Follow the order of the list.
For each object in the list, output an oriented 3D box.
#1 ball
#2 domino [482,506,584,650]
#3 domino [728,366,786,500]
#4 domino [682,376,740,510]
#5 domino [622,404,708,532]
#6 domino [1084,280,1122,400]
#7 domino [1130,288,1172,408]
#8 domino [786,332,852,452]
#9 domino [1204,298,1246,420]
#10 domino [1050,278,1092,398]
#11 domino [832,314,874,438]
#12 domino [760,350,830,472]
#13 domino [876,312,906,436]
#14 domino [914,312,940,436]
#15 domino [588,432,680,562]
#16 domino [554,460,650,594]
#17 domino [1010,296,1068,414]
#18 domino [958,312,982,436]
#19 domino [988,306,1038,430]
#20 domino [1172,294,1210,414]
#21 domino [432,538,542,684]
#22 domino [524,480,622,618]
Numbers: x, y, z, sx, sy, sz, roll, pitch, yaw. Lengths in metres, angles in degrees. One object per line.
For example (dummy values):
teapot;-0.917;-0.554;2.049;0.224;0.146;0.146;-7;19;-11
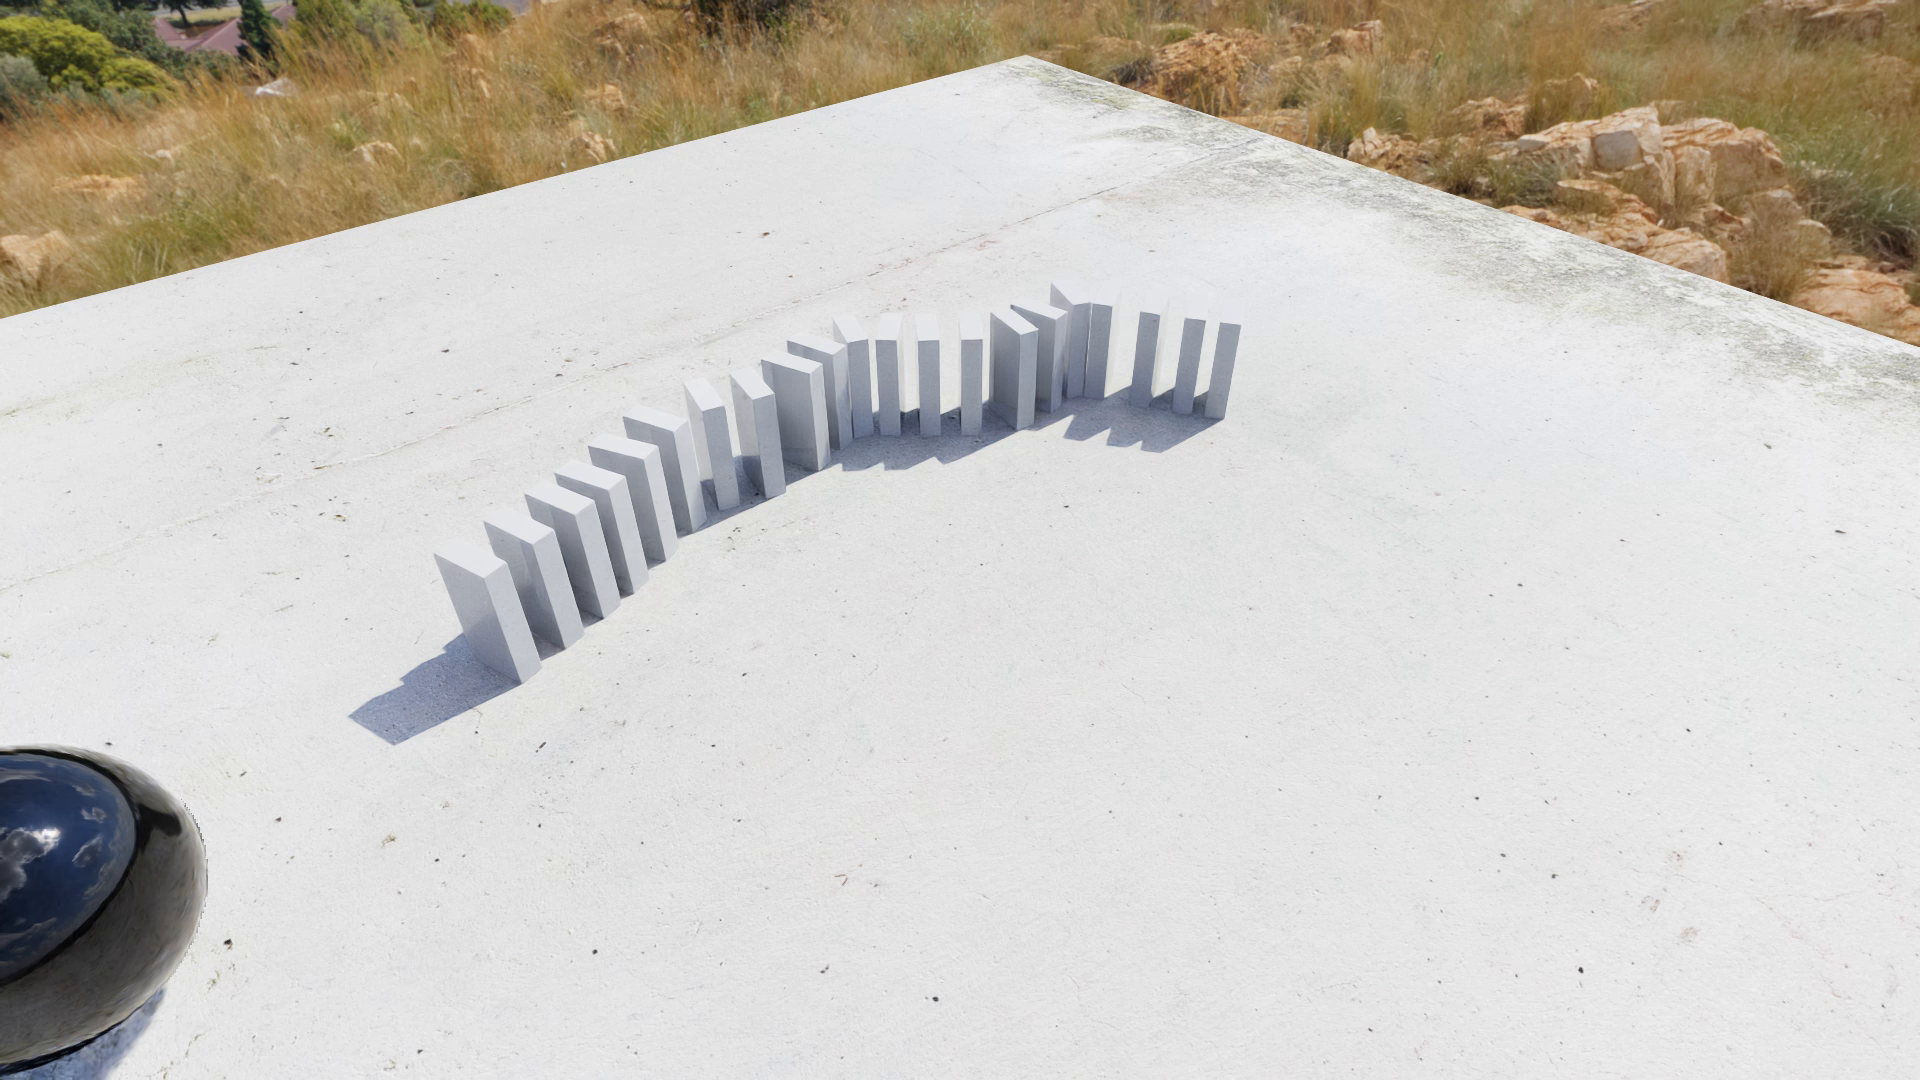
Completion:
ball;-0.238;0.092;0.276;0.080;0.080;0.080;0;39;0
domino;-0.152;0.014;0.394;0.025;0.050;0.010;21;44;24
domino;-0.086;-0.045;0.467;0.010;0.050;0.025;-21;44;-24
domino;-0.104;-0.040;0.460;0.009;0.050;0.025;-19;43;-21
domino;-0.119;-0.029;0.446;0.025;0.050;0.009;18;42;20
domino;0.069;-0.096;0.529;0.010;0.050;0.025;11;41;13
domino;0.090;-0.091;0.522;0.009;0.050;0.025;13;41;15
domino;-0.062;-0.066;0.492;0.025;0.050;0.009;21;44;24
domino;0.124;-0.085;0.515;0.010;0.050;0.025;10;40;12
domino;0.052;-0.097;0.529;0.009;0.050;0.025;-13;41;-16
domino;-0.049;-0.075;0.503;0.009;0.050;0.025;-13;41;-16
domino;-0.071;-0.056;0.480;0.025;0.050;0.010;19;43;22
domino;-0.031;-0.076;0.504;0.010;0.050;0.025;2;39;3
domino;-0.015;-0.075;0.503;0.009;0.050;0.025;-4;39;-4
domino;-0.128;-0.016;0.431;0.025;0.050;0.010;14;41;16
domino;-0.135;-0.005;0.417;0.025;0.050;0.009;17;42;19
domino;0.036;-0.087;0.517;0.025;0.050;0.010;25;46;28
domino;0.005;-0.076;0.504;0.009;0.050;0.025;-2;39;-2
domino;0.024;-0.079;0.508;0.010;0.050;0.025;-21;44;-23
domino;0.109;-0.087;0.518;0.010;0.050;0.025;10;40;12
domino;-0.163;0.025;0.381;0.025;0.050;0.009;21;44;24
domino;-0.143;0.004;0.407;0.025;0.050;0.010;20;43;23
